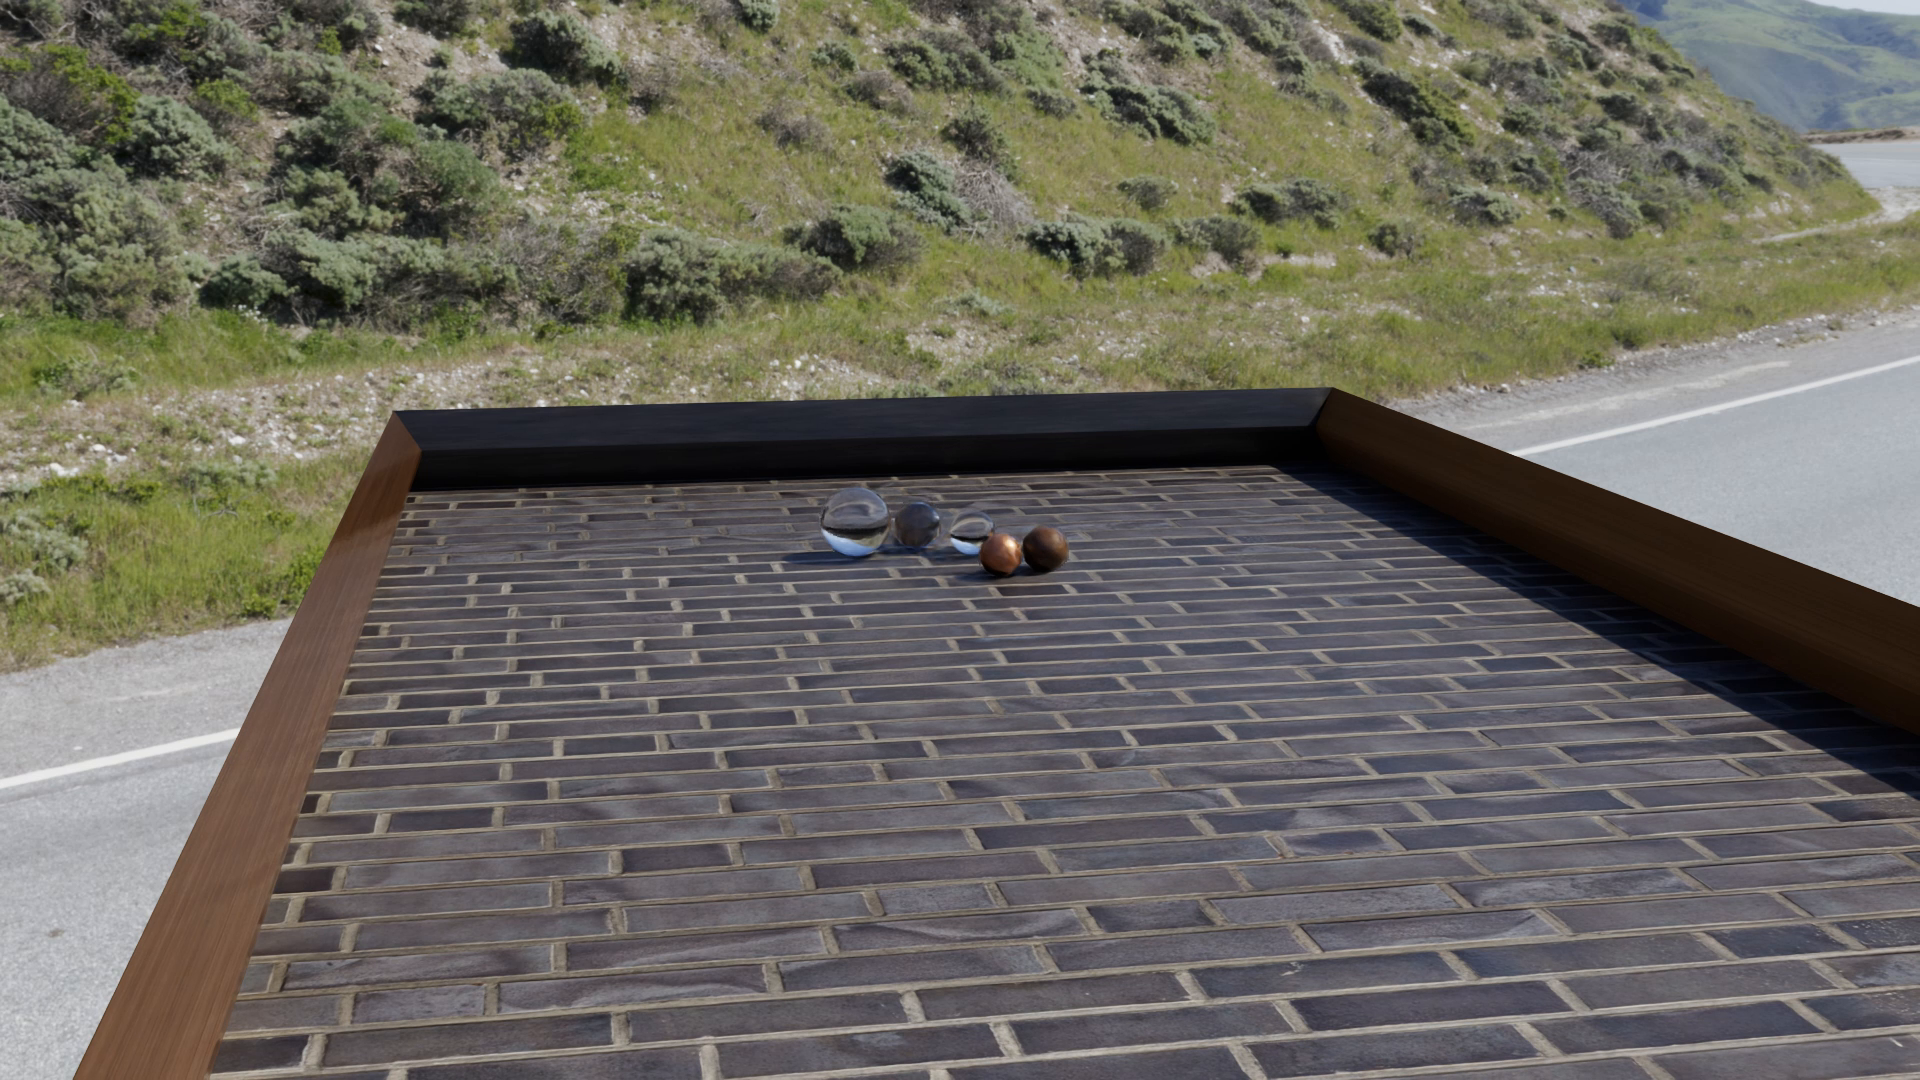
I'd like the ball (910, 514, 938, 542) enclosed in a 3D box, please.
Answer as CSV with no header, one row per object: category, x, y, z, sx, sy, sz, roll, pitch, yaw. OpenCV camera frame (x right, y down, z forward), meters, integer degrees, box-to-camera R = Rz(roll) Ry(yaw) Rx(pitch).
ball,-0.050,-0.017,3.142,0.041,0.041,0.041,0,12,0

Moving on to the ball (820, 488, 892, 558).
ball,-0.144,-0.025,3.039,0.097,0.097,0.097,0,12,0

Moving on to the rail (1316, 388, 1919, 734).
rail,0.892,0.084,2.427,0.045,0.126,2.926,-2,12,-10

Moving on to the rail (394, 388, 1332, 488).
rail,-0.128,-0.170,3.677,1.592,0.126,0.045,-2,12,-10

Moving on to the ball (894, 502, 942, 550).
ball,-0.060,-0.020,3.089,0.067,0.067,0.067,0,12,0

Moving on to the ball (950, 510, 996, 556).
ball,0.018,-0.010,3.053,0.063,0.063,0.063,0,12,0

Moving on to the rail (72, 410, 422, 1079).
rail,-0.627,0.140,2.153,0.045,0.126,2.926,-2,12,-10

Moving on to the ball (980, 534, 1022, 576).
ball,0.054,0.019,2.923,0.057,0.057,0.057,0,12,0

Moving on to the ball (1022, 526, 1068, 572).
ball,0.113,0.012,2.951,0.061,0.061,0.061,0,12,0
